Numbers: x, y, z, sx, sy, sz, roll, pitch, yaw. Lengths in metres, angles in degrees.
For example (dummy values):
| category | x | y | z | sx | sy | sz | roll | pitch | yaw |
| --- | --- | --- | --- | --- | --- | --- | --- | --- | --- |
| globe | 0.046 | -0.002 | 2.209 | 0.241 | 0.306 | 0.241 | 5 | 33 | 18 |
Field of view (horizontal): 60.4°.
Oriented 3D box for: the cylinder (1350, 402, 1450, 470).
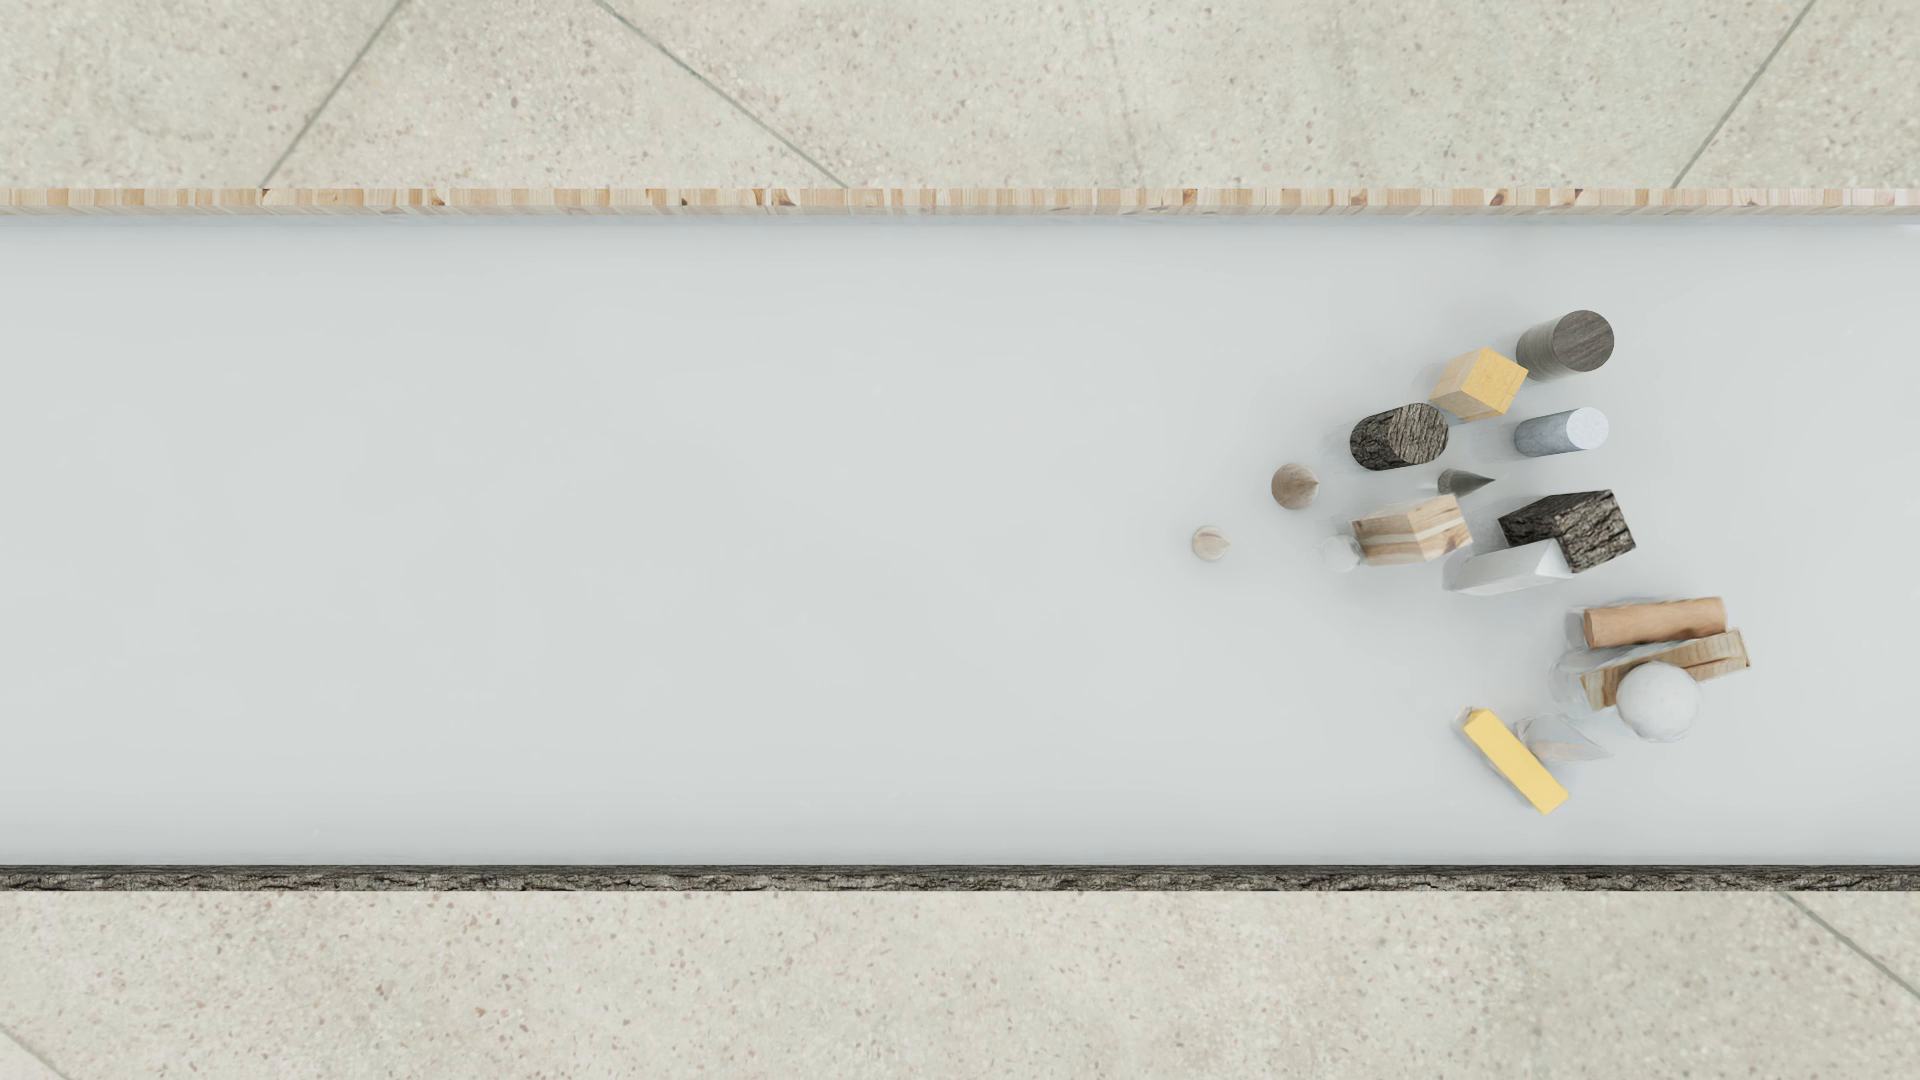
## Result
| category | x | y | z | sx | sy | sz | roll | pitch | yaw |
| --- | --- | --- | --- | --- | --- | --- | --- | --- | --- |
| cylinder | 1.286 | -0.299 | 4.851 | 0.172 | 0.451 | 0.172 | 0 | 90 | 0 |

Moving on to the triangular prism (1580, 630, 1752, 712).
| category | x | y | z | sx | sy | sz | roll | pitch | yaw |
| --- | --- | --- | --- | --- | --- | --- | --- | --- | --- |
| triangular prism | 2.085 | 0.364 | 4.907 | 0.457 | 0.111 | 0.128 | -20 | 46 | 20 |

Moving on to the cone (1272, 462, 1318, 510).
| category | x | y | z | sx | sy | sz | roll | pitch | yaw |
| --- | --- | --- | --- | --- | --- | --- | --- | --- | --- |
| cone | 1.031 | -0.165 | 4.910 | 0.147 | 0.334 | 0.147 | 0 | 90 | 0 |

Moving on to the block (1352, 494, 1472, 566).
| category | x | y | z | sx | sy | sz | roll | pitch | yaw |
| --- | --- | --- | --- | --- | --- | --- | --- | --- | --- |
| block | 1.320 | -0.025 | 4.844 | 0.148 | 0.451 | 0.148 | -22 | 90 | -7 |

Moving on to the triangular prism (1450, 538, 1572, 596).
| category | x | y | z | sx | sy | sz | roll | pitch | yaw |
| --- | --- | --- | --- | --- | --- | --- | --- | --- | --- |
| triangular prism | 1.621 | 0.079 | 4.866 | 0.126 | 0.423 | 0.109 | 7 | 80 | -16 |

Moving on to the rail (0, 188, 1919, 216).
| category | x | y | z | sx | sy | sz | roll | pitch | yaw |
| --- | --- | --- | --- | --- | --- | --- | --- | --- | --- |
| rail | -2.247 | -1.025 | 5.002 | 12.000 | 0.150 | 0.050 | 0 | 90 | 0 |

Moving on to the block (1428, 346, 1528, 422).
| category | x | y | z | sx | sy | sz | roll | pitch | yaw |
| --- | --- | --- | --- | --- | --- | --- | --- | --- | --- |
| block | 1.538 | -0.459 | 4.910 | 0.144 | 0.333 | 0.144 | 29 | 90 | 0 |

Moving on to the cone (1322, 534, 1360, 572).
| category | x | y | z | sx | sy | sz | roll | pitch | yaw |
| --- | --- | --- | --- | --- | --- | --- | --- | --- | --- |
| cone | 1.153 | 0.047 | 4.869 | 0.117 | 0.405 | 0.117 | 0 | 92 | 6 |

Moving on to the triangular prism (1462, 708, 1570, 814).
| category | x | y | z | sx | sy | sz | roll | pitch | yaw |
| --- | --- | --- | --- | --- | --- | --- | --- | --- | --- |
| triangular prism | 1.697 | 0.661 | 5.012 | 0.361 | 0.085 | 0.098 | 47 | 47 | 0 |

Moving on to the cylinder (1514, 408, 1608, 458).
| category | x | y | z | sx | sy | sz | roll | pitch | yaw |
| --- | --- | --- | --- | --- | --- | --- | --- | --- | --- |
| cylinder | 1.764 | -0.314 | 4.856 | 0.119 | 0.441 | 0.119 | 0 | 90 | 0 |

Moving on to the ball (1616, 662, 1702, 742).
| category | x | y | z | sx | sy | sz | roll | pitch | yaw |
| --- | --- | --- | --- | --- | --- | --- | --- | --- | --- |
| ball | 2.033 | 0.470 | 4.800 | 0.232 | 0.232 | 0.232 | 0 | 90 | 0 |

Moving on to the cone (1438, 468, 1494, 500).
| category | x | y | z | sx | sy | sz | roll | pitch | yaw |
| --- | --- | --- | --- | --- | --- | --- | --- | --- | --- |
| cone | 1.520 | -0.171 | 4.875 | 0.102 | 0.402 | 0.102 | 0 | 90 | 0 |

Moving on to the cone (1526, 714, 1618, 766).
| category | x | y | z | sx | sy | sz | roll | pitch | yaw |
| --- | --- | --- | --- | --- | --- | --- | --- | --- | --- |
| cone | 1.833 | 0.613 | 4.853 | 0.158 | 0.436 | 0.158 | 0 | 90 | -5 |

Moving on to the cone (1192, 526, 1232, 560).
| category | x | y | z | sx | sy | sz | roll | pitch | yaw |
| --- | --- | --- | --- | --- | --- | --- | --- | --- | --- |
| cone | 0.768 | 0.010 | 4.866 | 0.109 | 0.421 | 0.109 | 0 | 90 | 0 |

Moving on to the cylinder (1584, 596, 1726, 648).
| category | x | y | z | sx | sy | sz | roll | pitch | yaw |
| --- | --- | --- | --- | --- | --- | --- | --- | --- | --- |
| cylinder | 2.098 | 0.251 | 4.989 | 0.380 | 0.121 | 0.121 | -6 | 90 | 9 |

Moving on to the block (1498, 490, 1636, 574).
| category | x | y | z | sx | sy | sz | roll | pitch | yaw |
| --- | --- | --- | --- | --- | --- | --- | --- | --- | --- |
| block | 1.776 | -0.022 | 4.848 | 0.179 | 0.453 | 0.179 | -24 | 90 | -1 |

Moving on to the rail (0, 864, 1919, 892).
| category | x | y | z | sx | sy | sz | roll | pitch | yaw |
| --- | --- | --- | --- | --- | --- | --- | --- | --- | --- |
| rail | -2.247 | 1.025 | 5.001 | 12.000 | 0.150 | 0.050 | 0 | 90 | 0 |

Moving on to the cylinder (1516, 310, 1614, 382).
| category | x | y | z | sx | sy | sz | roll | pitch | yaw |
| --- | --- | --- | --- | --- | --- | --- | --- | --- | --- |
| cylinder | 1.800 | -0.575 | 4.919 | 0.180 | 0.315 | 0.180 | 0 | 90 | 0 |
